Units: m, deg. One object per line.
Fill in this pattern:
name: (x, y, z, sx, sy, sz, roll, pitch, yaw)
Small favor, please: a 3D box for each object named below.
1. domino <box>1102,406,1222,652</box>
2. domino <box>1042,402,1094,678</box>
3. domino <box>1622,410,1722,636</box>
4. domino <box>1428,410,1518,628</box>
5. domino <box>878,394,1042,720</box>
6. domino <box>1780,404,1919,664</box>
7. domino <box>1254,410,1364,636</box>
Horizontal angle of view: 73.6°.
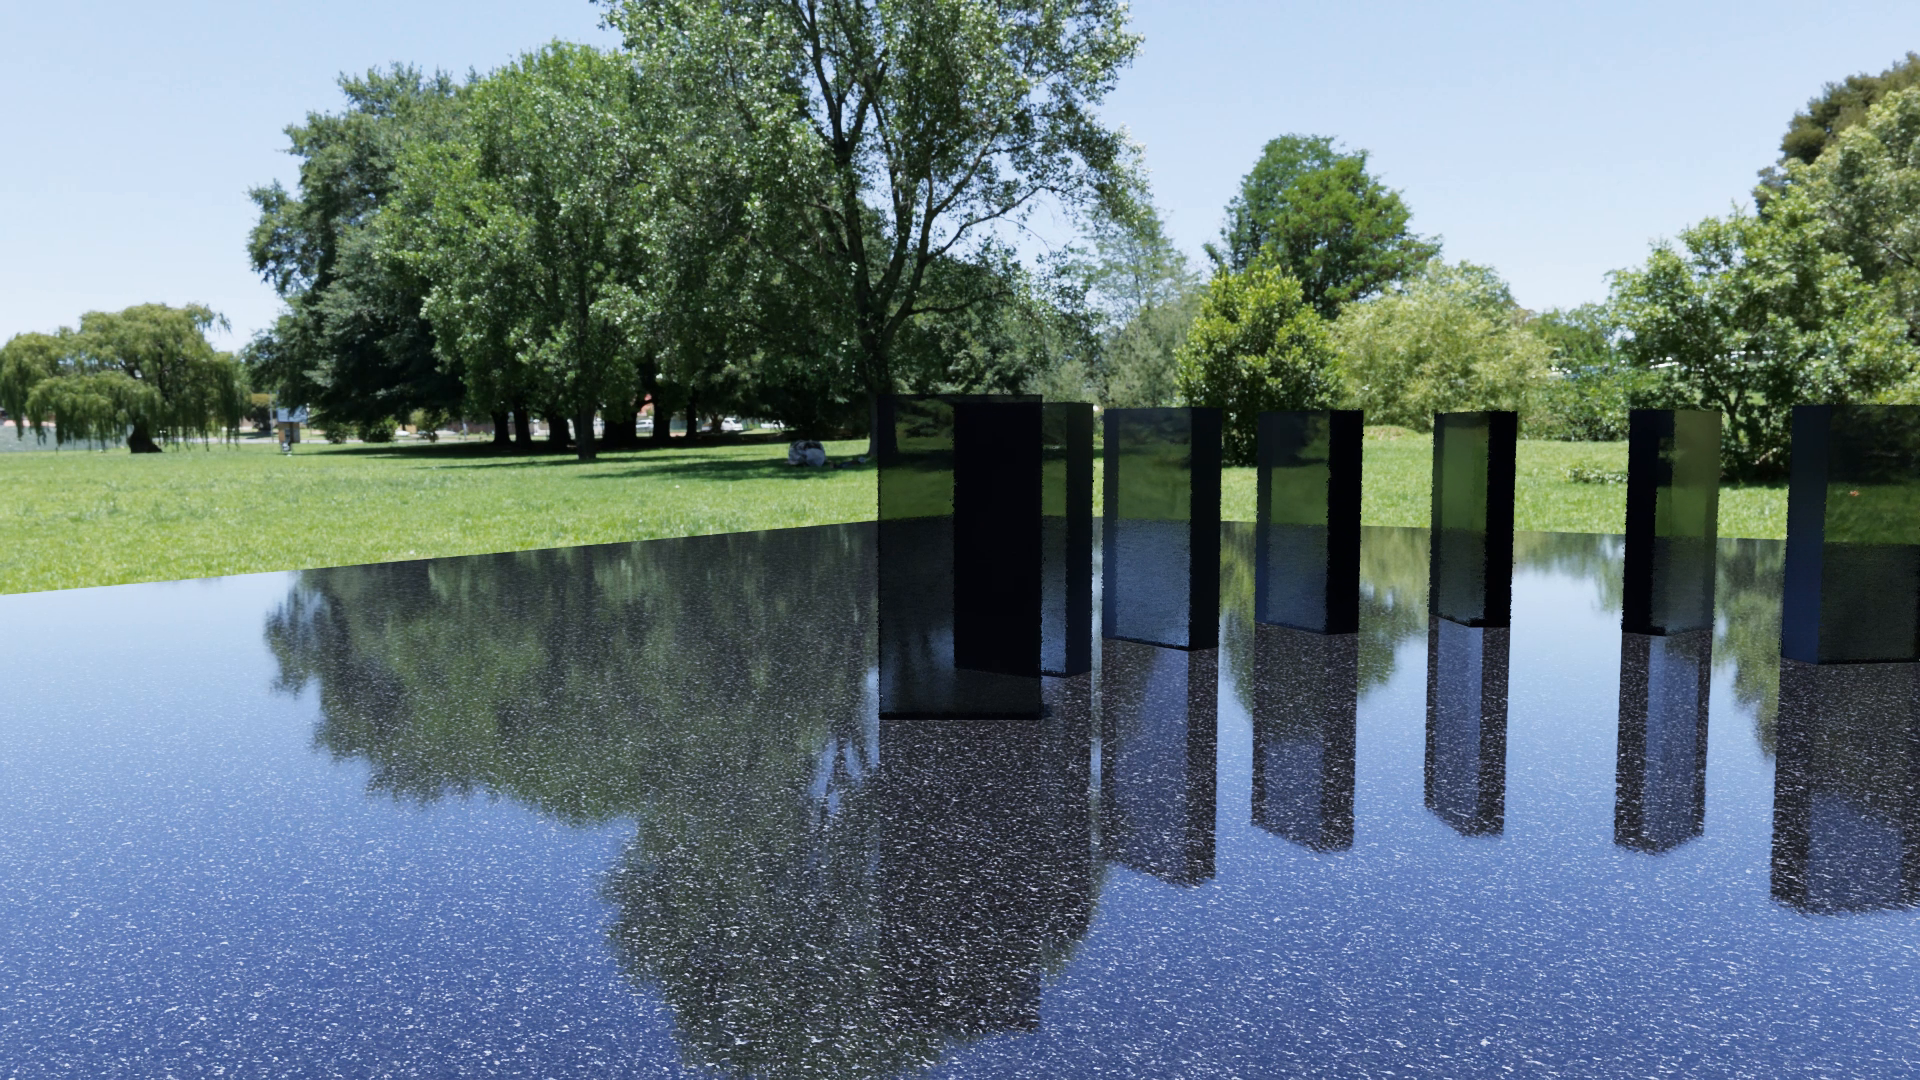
domino: (0.043, -0.003, 0.274, 0.009, 0.050, 0.025, -3, 5, -39)
domino: (0.012, -0.001, 0.242, 0.025, 0.050, 0.009, 3, 5, 36)
domino: (0.163, -0.004, 0.293, 0.025, 0.050, 0.009, -3, 5, -38)
domino: (0.123, -0.006, 0.308, 0.009, 0.050, 0.025, 0, 4, -1)
domino: (0.000, 0.002, 0.201, 0.025, 0.050, 0.009, 0, 4, 0)
domino: (0.177, -0.001, 0.252, 0.025, 0.050, 0.009, -1, 4, -7)
domino: (0.080, -0.005, 0.297, 0.010, 0.050, 0.025, -2, 5, -25)
